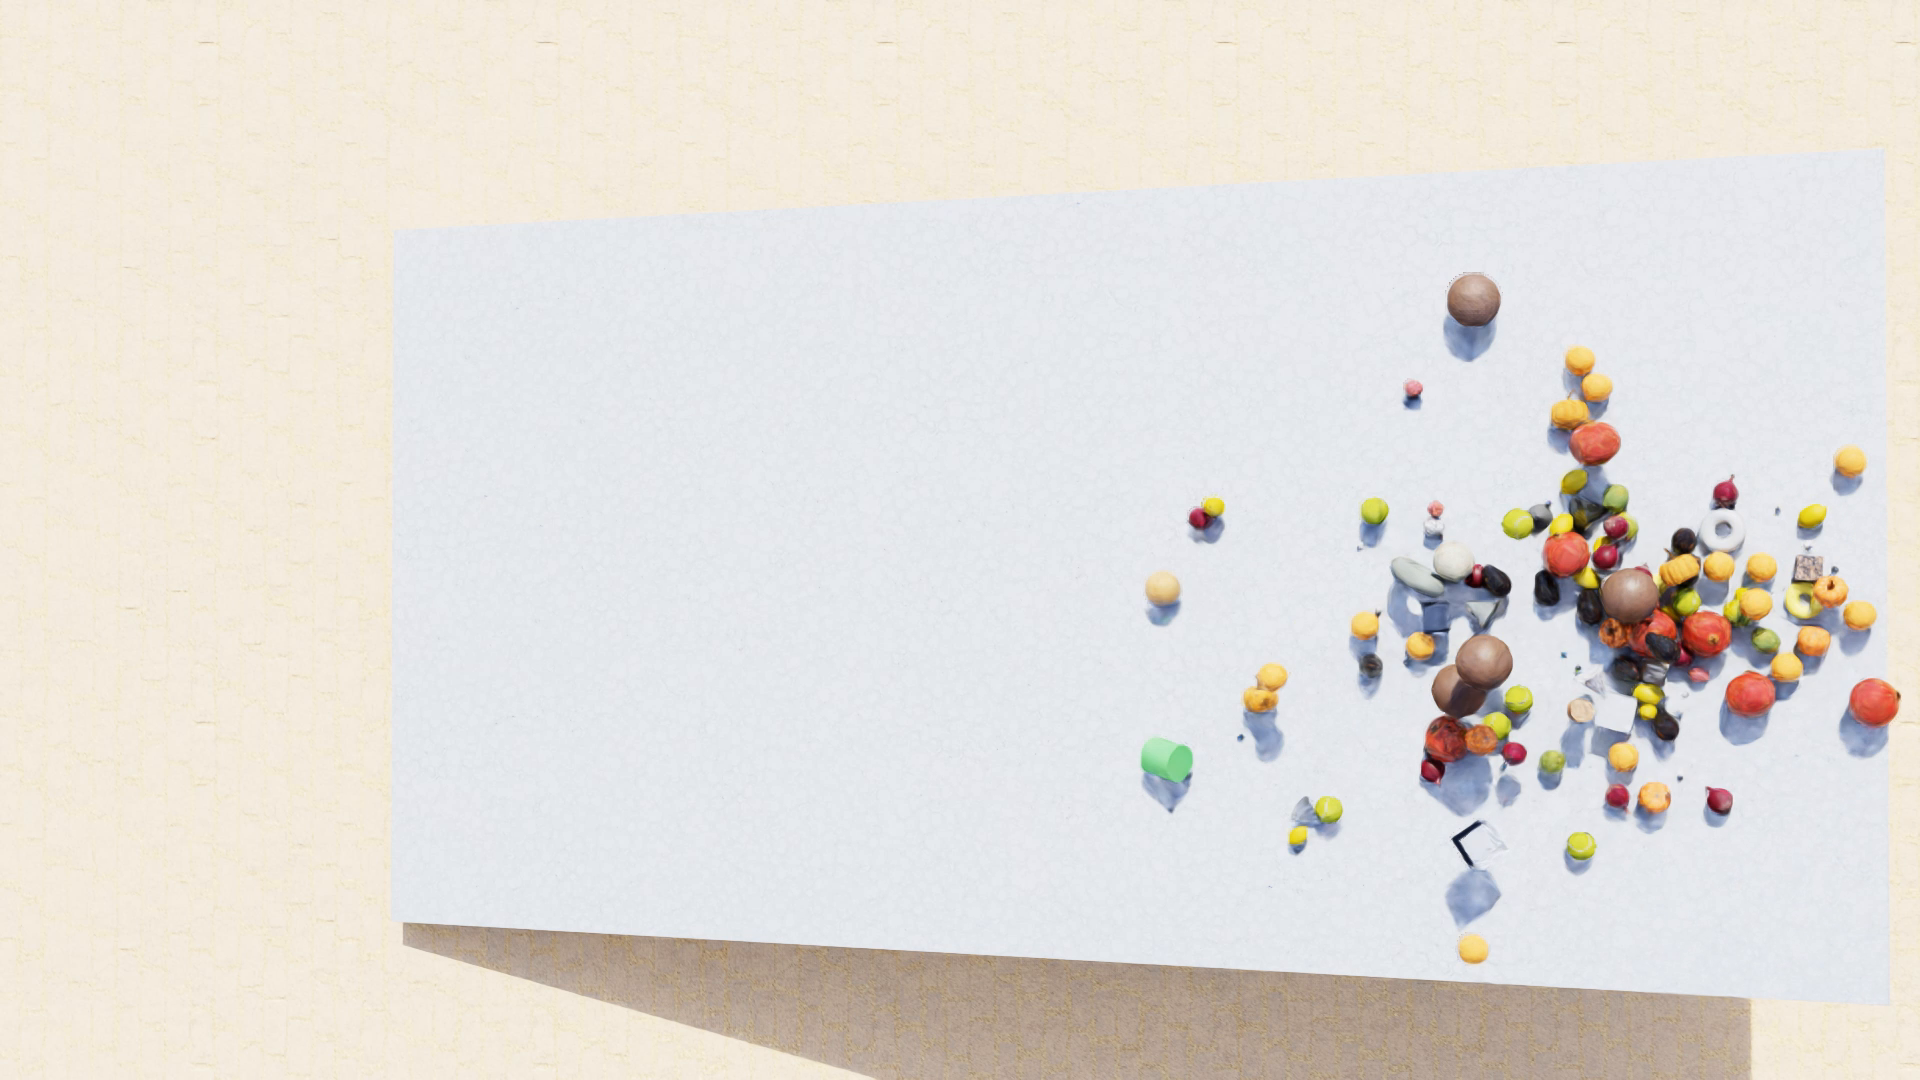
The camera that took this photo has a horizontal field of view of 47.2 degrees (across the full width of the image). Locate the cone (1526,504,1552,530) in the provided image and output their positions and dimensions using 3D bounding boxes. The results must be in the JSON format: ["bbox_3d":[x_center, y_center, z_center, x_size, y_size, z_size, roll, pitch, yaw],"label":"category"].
[{"bbox_3d":[1.406,-0.056,5.343,0.064,0.064,0.064,0,89,18],"label":"cone"}]

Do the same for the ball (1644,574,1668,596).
[{"bbox_3d":[1.664,0.107,5.262,0.055,0.055,0.055,0,89,0],"label":"ball"}]

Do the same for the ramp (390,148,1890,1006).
[{"bbox_3d":[0.276,0.093,5.793,4.000,0.100,2.000,0,89,18],"label":"ramp"}]

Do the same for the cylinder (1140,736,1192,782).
[{"bbox_3d":[0.524,0.556,5.585,0.095,0.095,0.095,-12,108,-40],"label":"cylinder"}]

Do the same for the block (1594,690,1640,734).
[{"bbox_3d":[1.575,0.411,5.270,0.083,0.083,0.083,14,94,20],"label":"block"}]

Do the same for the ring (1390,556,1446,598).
[{"bbox_3d":[1.121,0.091,5.382,0.147,0.147,0.049,29,104,0],"label":"ring"}]

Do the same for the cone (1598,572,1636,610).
[{"bbox_3d":[1.554,0.107,5.257,0.096,0.096,0.096,-16,61,32],"label":"cone"}]

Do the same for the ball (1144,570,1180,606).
[{"bbox_3d":[0.518,0.125,5.614,0.091,0.091,0.091,0,89,0],"label":"ball"}]

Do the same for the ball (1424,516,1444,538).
[{"bbox_3d":[1.169,-0.033,5.426,0.052,0.052,0.052,0,89,0],"label":"ball"}]

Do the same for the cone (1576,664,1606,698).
[{"bbox_3d":[1.517,0.347,5.229,0.074,0.074,0.074,-35,97,0],"label":"cone"}]

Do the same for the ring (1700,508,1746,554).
[{"bbox_3d":[1.810,-0.021,5.218,0.109,0.036,0.109,-2,86,31],"label":"ring"}]

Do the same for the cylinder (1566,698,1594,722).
[{"bbox_3d":[1.477,0.406,5.234,0.055,0.055,0.055,0,87,6],"label":"cylinder"}]

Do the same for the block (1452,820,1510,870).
[{"bbox_3d":[1.243,0.728,5.252,0.083,0.083,0.083,-40,59,20],"label":"block"}]

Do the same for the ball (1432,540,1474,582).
[{"bbox_3d":[1.199,0.052,5.338,0.100,0.100,0.100,0,89,0],"label":"ball"}]

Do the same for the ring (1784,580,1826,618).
[{"bbox_3d":[1.987,0.140,5.170,0.091,0.030,0.091,-1,88,18],"label":"ring"}]

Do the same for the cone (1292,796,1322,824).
[{"bbox_3d":[0.881,0.693,5.519,0.072,0.072,0.072,35,89,-3],"label":"cone"}]

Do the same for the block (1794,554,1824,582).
[{"bbox_3d":[1.990,0.066,5.155,0.058,0.058,0.058,5,91,18],"label":"block"}]

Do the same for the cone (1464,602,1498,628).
[{"bbox_3d":[1.266,0.169,5.382,0.074,0.074,0.074,30,89,21],"label":"cone"}]

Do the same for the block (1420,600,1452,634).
[{"bbox_3d":[1.164,0.188,5.379,0.067,0.067,0.067,-8,95,11],"label":"block"}]
